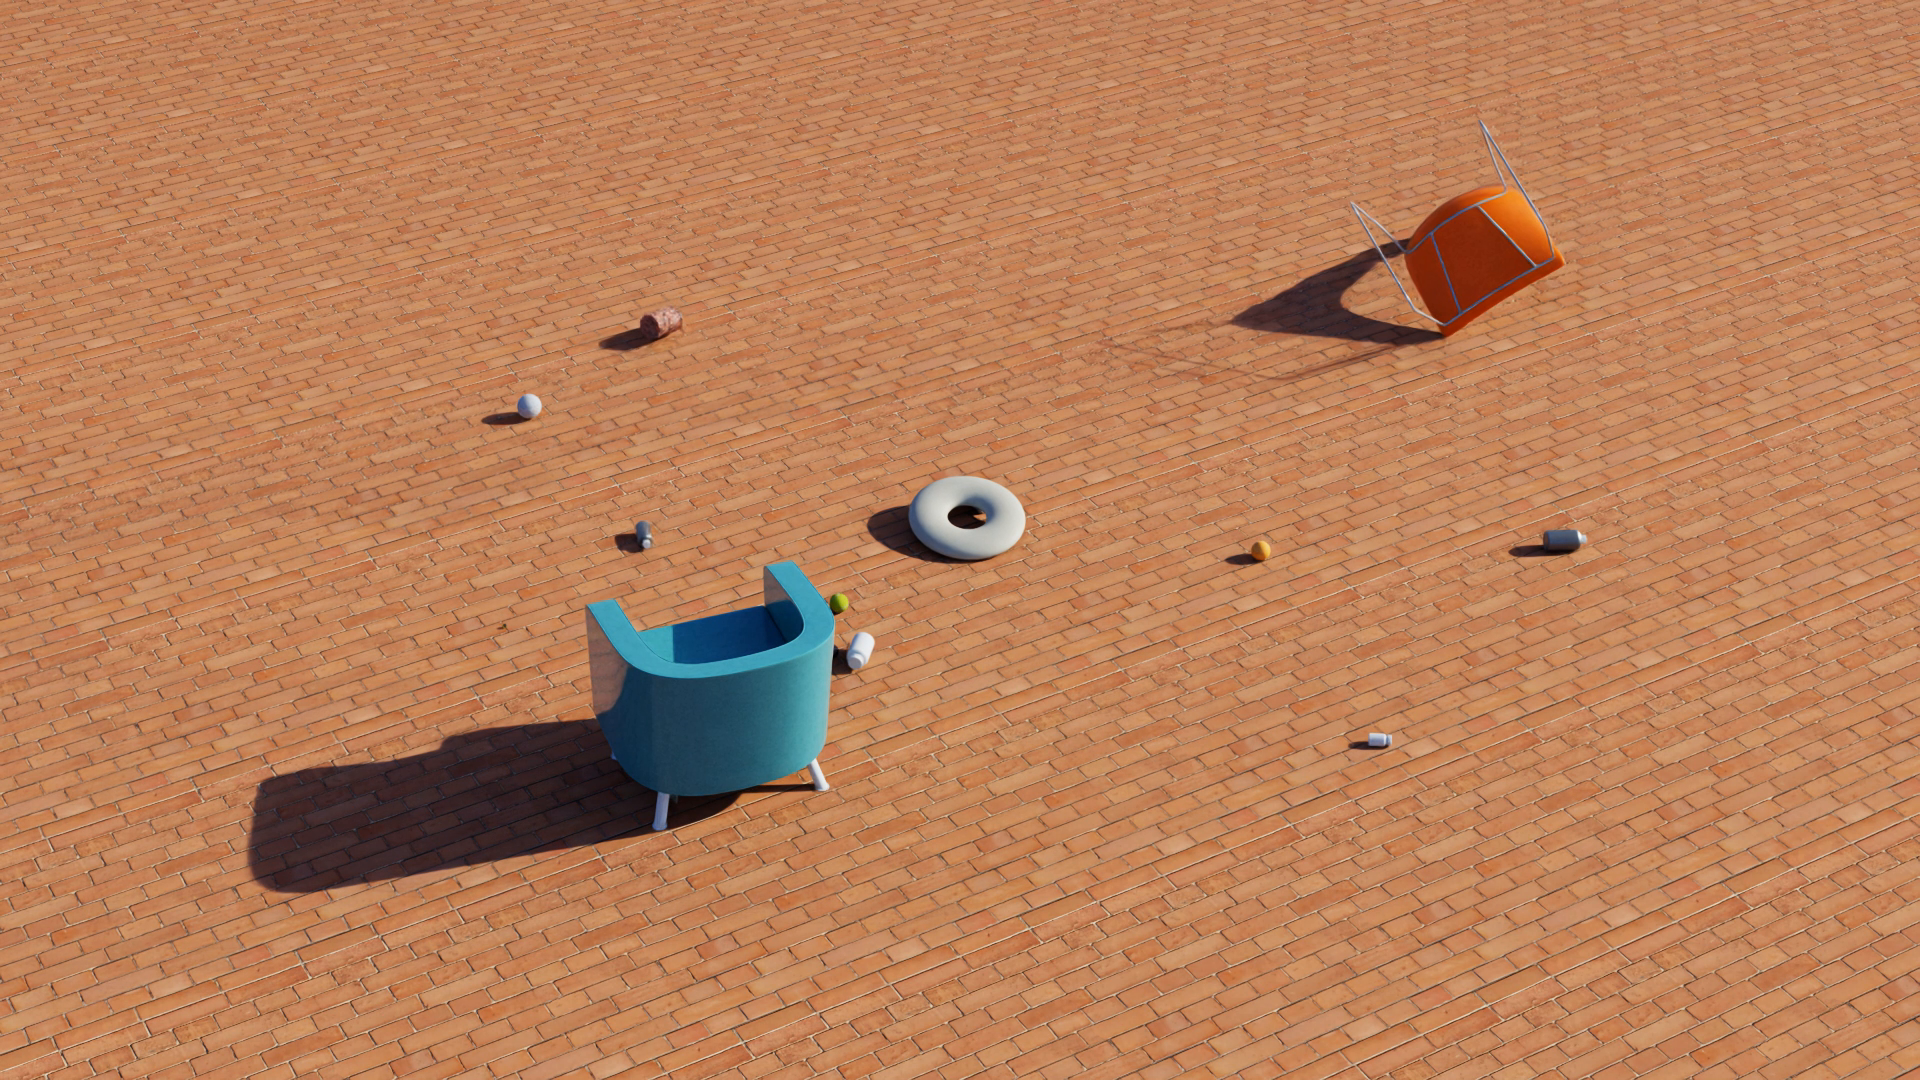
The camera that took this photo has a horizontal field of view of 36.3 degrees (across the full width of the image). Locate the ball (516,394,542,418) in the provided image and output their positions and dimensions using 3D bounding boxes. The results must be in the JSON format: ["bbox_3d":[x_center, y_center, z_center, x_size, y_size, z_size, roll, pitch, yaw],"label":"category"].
[{"bbox_3d":[-1.714,-0.532,11.663,0.099,0.099,0.099,0,33,0],"label":"ball"}]

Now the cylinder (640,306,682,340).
[{"bbox_3d":[-1.242,-0.903,12.200,0.117,0.104,0.167,-24,7,-31],"label":"cylinder"}]

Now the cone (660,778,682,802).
[{"bbox_3d":[-0.943,0.836,9.652,0.073,0.055,0.086,-7,52,-18],"label":"cone"}]

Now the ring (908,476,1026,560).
[{"bbox_3d":[0.026,-0.084,10.957,0.451,0.073,0.417,28,52,26],"label":"ring"}]
